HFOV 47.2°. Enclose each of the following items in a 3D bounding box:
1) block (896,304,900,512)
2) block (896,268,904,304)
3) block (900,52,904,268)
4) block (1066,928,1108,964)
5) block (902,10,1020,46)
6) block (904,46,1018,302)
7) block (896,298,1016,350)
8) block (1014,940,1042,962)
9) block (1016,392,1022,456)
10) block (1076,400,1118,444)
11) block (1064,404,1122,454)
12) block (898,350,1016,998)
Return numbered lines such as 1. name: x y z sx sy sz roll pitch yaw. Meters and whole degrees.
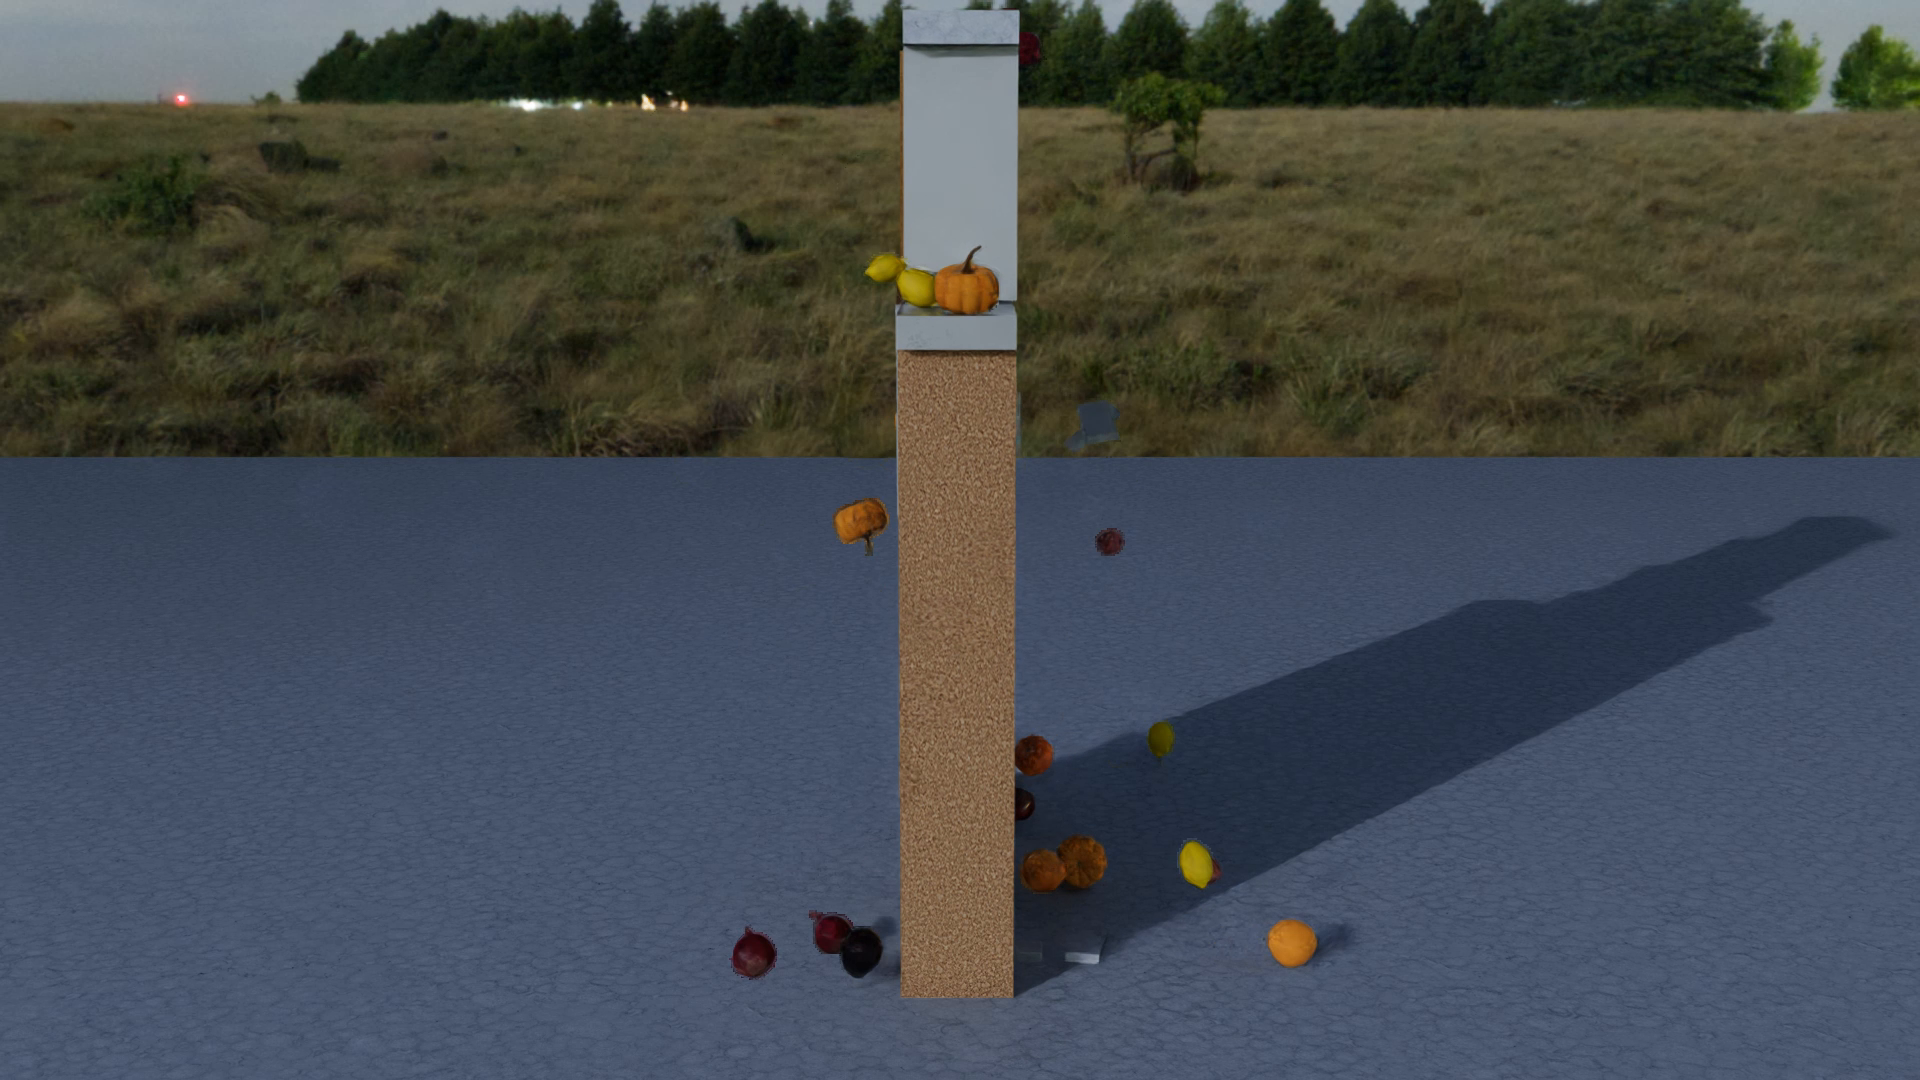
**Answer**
1. block: -0.015 -0.204 3.438 0.166 0.332 0.047 0 12 2
2. block: -0.008 -0.411 3.509 0.166 0.047 0.332 0 10 2
3. block: -0.009 -0.593 3.444 0.167 0.334 0.047 1 8 3
4. block: 0.197 0.630 3.414 0.053 0.015 0.105 2 11 11
5. block: -0.001 -0.762 3.303 0.167 0.047 0.334 0 10 -1
6. block: 0.002 -0.538 3.237 0.167 0.369 0.047 0 8 2
7. block: -0.004 -0.315 3.181 0.165 0.047 0.330 0 11 0
8. block: 0.074 0.634 3.392 0.105 0.015 0.053 1 11 3
9. block: 0.076 -0.195 3.693 0.052 0.104 0.015 1 10 1
10. block: 0.227 -0.196 3.640 0.052 0.015 0.104 -10 35 -1
11. block: 0.225 -0.188 3.733 0.104 0.015 0.052 -39 -14 8
12. block: -0.004 0.198 3.166 0.165 0.955 0.047 0 10 0
